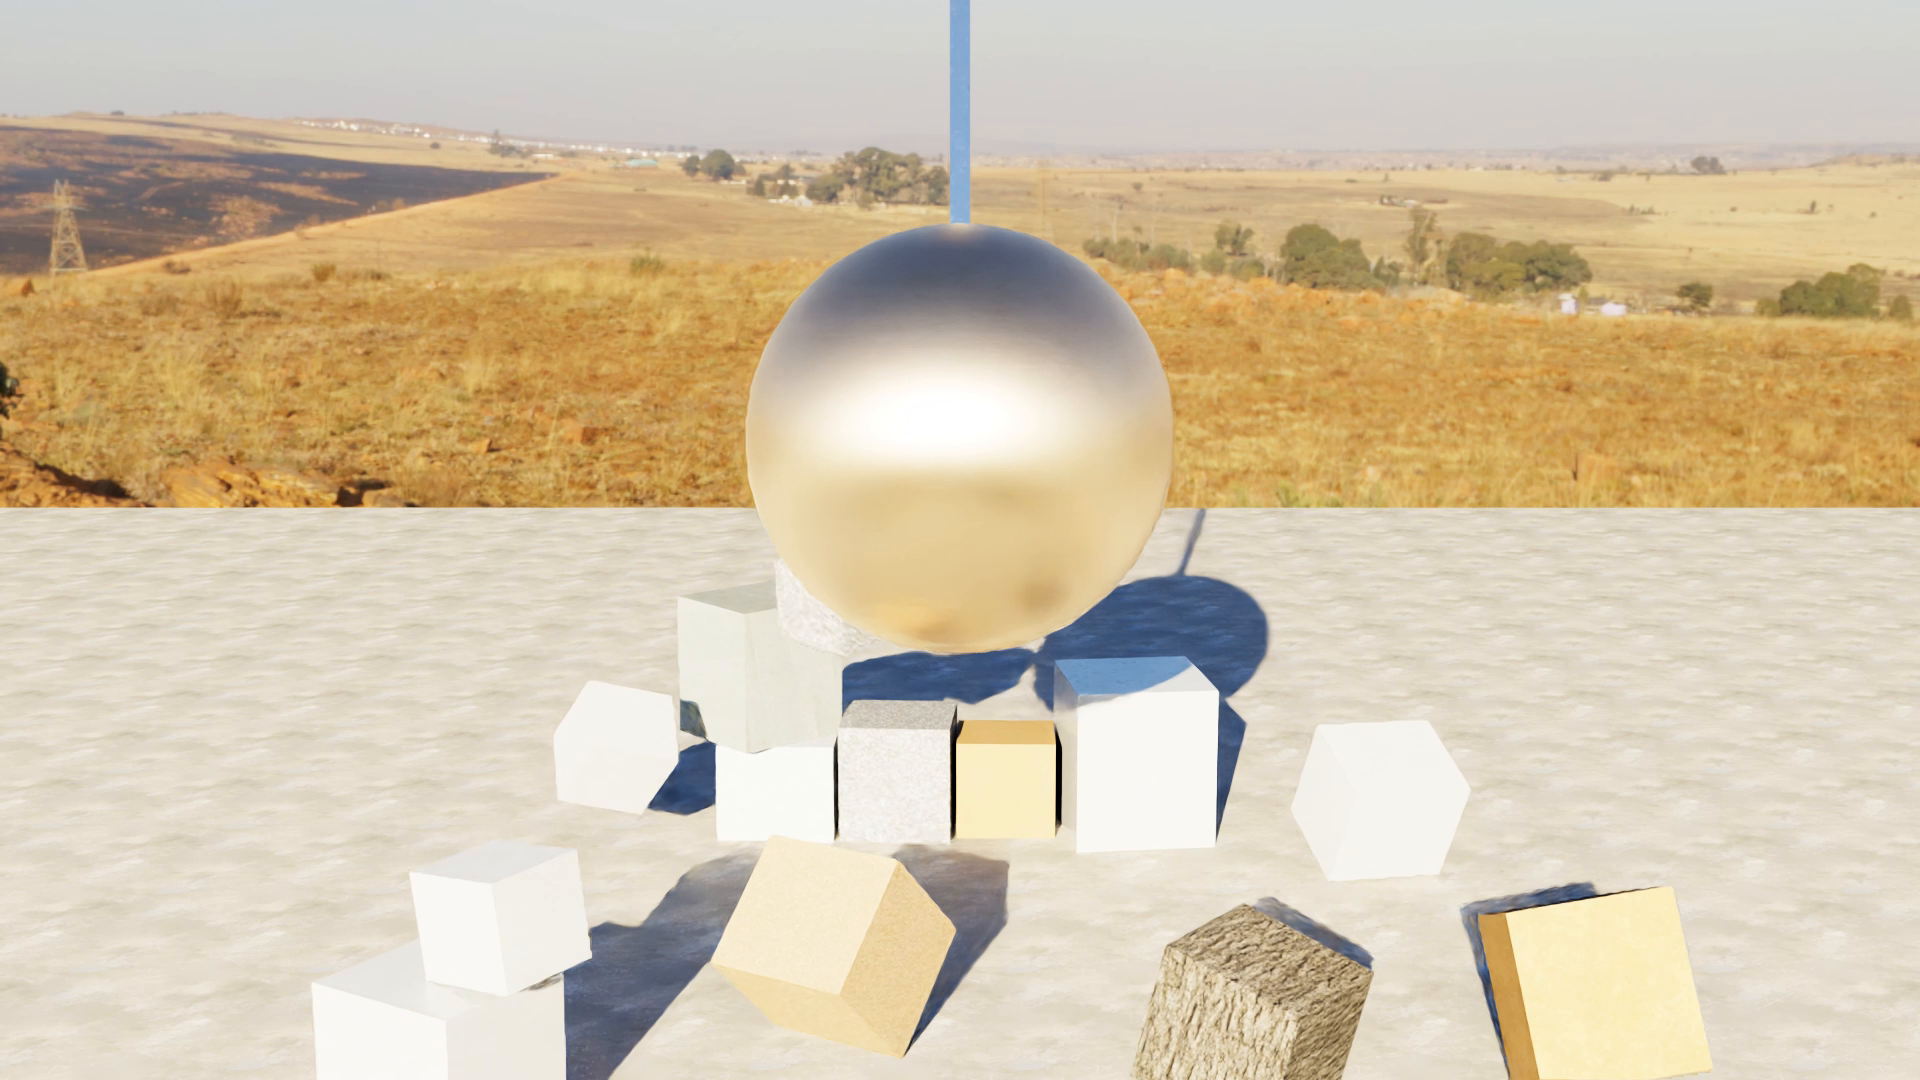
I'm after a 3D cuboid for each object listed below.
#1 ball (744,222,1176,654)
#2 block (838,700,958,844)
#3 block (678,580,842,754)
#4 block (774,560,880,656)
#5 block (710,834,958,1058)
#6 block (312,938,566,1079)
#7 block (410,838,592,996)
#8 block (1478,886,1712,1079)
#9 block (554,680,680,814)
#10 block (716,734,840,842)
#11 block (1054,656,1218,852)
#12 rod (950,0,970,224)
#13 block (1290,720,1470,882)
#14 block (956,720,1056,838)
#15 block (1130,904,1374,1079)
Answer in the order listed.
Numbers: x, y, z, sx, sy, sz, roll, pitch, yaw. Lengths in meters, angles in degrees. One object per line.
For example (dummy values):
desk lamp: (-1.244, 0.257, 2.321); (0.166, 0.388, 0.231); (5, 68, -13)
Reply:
ball: (0.000, -0.374, 8.195); (1.600, 1.600, 1.600); (0, 10, 0)
block: (-0.314, 1.189, 11.366); (0.562, 0.593, 0.572); (1, 10, 4)
block: (-1.026, 0.639, 11.291); (0.608, 0.711, 0.578); (-9, 14, -41)
block: (-0.602, 0.274, 10.711); (0.443, 0.383, 0.376); (17, 29, 38)
block: (-0.484, 1.584, 8.591); (0.604, 0.567, 0.579); (6, -32, 32)
block: (-1.838, 1.831, 7.803); (0.644, 0.606, 0.572); (6, 12, 32)
block: (-1.604, 1.312, 7.694); (0.425, 0.395, 0.391); (0, 11, 37)
block: (2.272, 1.617, 7.930); (0.588, 0.633, 0.575); (-10, -11, 1)
block: (-1.680, 1.013, 10.719); (0.435, 0.455, 0.397); (14, 43, -28)
block: (-0.922, 1.233, 11.399); (0.593, 0.495, 0.585); (0, 10, 3)
block: (0.889, 1.088, 11.320); (0.706, 0.810, 0.749); (-1, 10, -7)
rod: (0.000, -3.602, 9.261); (0.080, 5.200, 0.080); (0, -18, 0)
block: (2.021, 1.255, 10.618); (0.589, 0.548, 0.505); (-1, 36, -17)
block: (0.237, 1.235, 11.394); (0.501, 0.494, 0.468); (0, 10, 1)
block: (1.060, 1.759, 7.989); (0.565, 0.553, 0.553); (25, 23, 32)
